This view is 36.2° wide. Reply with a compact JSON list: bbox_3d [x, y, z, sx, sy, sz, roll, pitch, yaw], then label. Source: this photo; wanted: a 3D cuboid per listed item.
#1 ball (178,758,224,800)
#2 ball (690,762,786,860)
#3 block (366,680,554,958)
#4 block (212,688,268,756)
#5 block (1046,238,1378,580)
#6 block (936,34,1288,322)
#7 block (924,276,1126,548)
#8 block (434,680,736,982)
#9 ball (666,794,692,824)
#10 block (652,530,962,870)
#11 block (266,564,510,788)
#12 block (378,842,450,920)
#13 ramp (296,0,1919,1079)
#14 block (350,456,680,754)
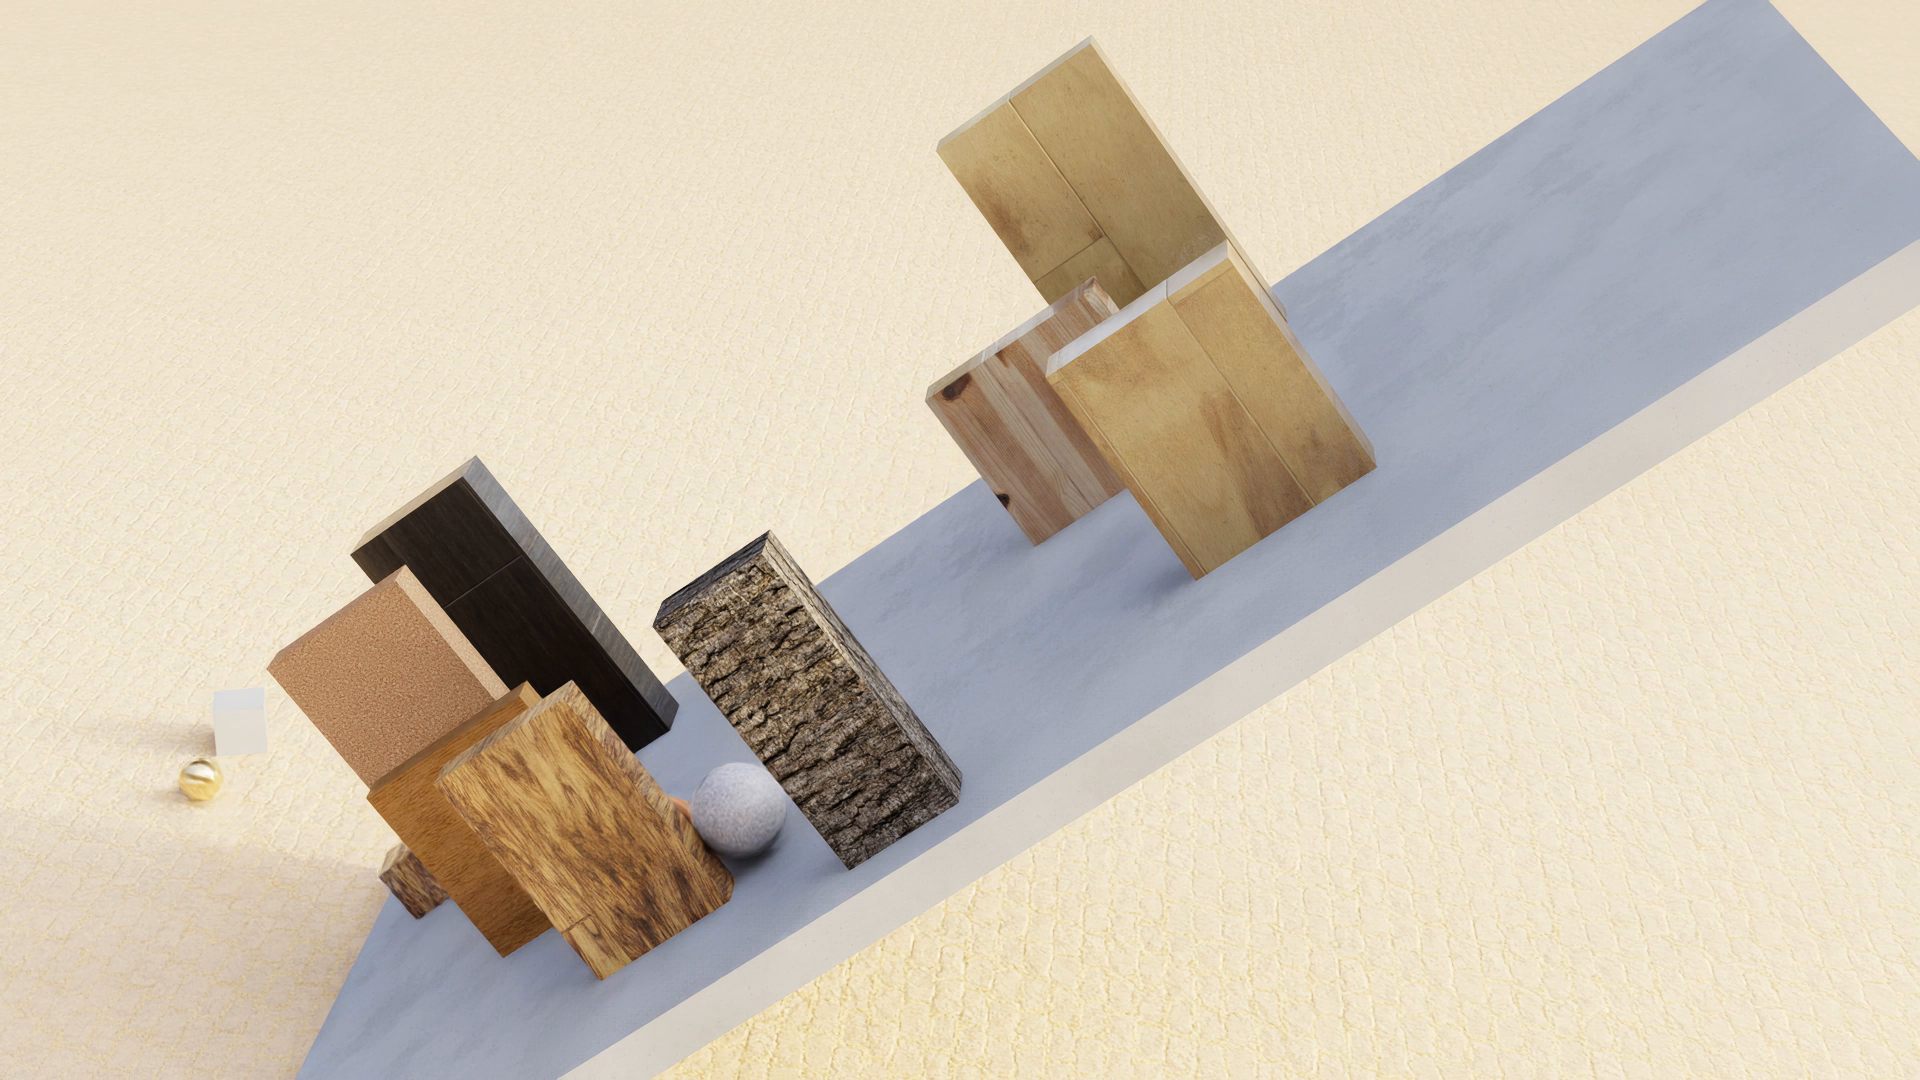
[{"bbox_3d":[-2.115,0.666,8.193,0.120,0.120,0.120,0,22,0],"label":"ball"},{"bbox_3d":[-0.450,0.549,5.963,0.195,0.195,0.195,0,22,0],"label":"ball"},{"bbox_3d":[-0.969,0.612,6.402,0.432,0.475,0.080,-33,16,16],"label":"block"},{"bbox_3d":[-2.081,0.526,8.512,0.143,0.143,0.143,-4,22,-11],"label":"block"},{"bbox_3d":[0.480,-0.245,5.620,0.414,0.503,0.123,-33,16,16],"label":"block"},{"bbox_3d":[0.350,-0.705,6.711,0.425,0.784,0.097,-33,16,16],"label":"block"},{"bbox_3d":[0.228,-0.279,6.443,0.448,0.415,0.097,-33,16,16],"label":"block"},{"bbox_3d":[-0.746,0.584,5.874,0.331,0.535,0.089,-33,16,16],"label":"block"},{"bbox_3d":[-0.616,0.630,6.072,0.208,0.208,0.208,0,22,0],"label":"ball"},{"bbox_3d":[-0.281,0.303,5.515,0.257,0.611,0.121,-33,16,16],"label":"block"},{"bbox_3d":[-1.189,0.467,6.759,0.387,0.766,0.093,-33,16,16],"label":"block"},{"bbox_3d":[-1.310,0.808,7.208,0.148,0.148,0.148,-35,15,8],"label":"block"},{"bbox_3d":[0.133,0.176,6.311,4.000,0.100,2.000,-33,16,16],"label":"ramp"},{"bbox_3d":[-1.077,0.222,7.156,0.354,0.800,0.146,-33,16,16],"label":"block"}]
